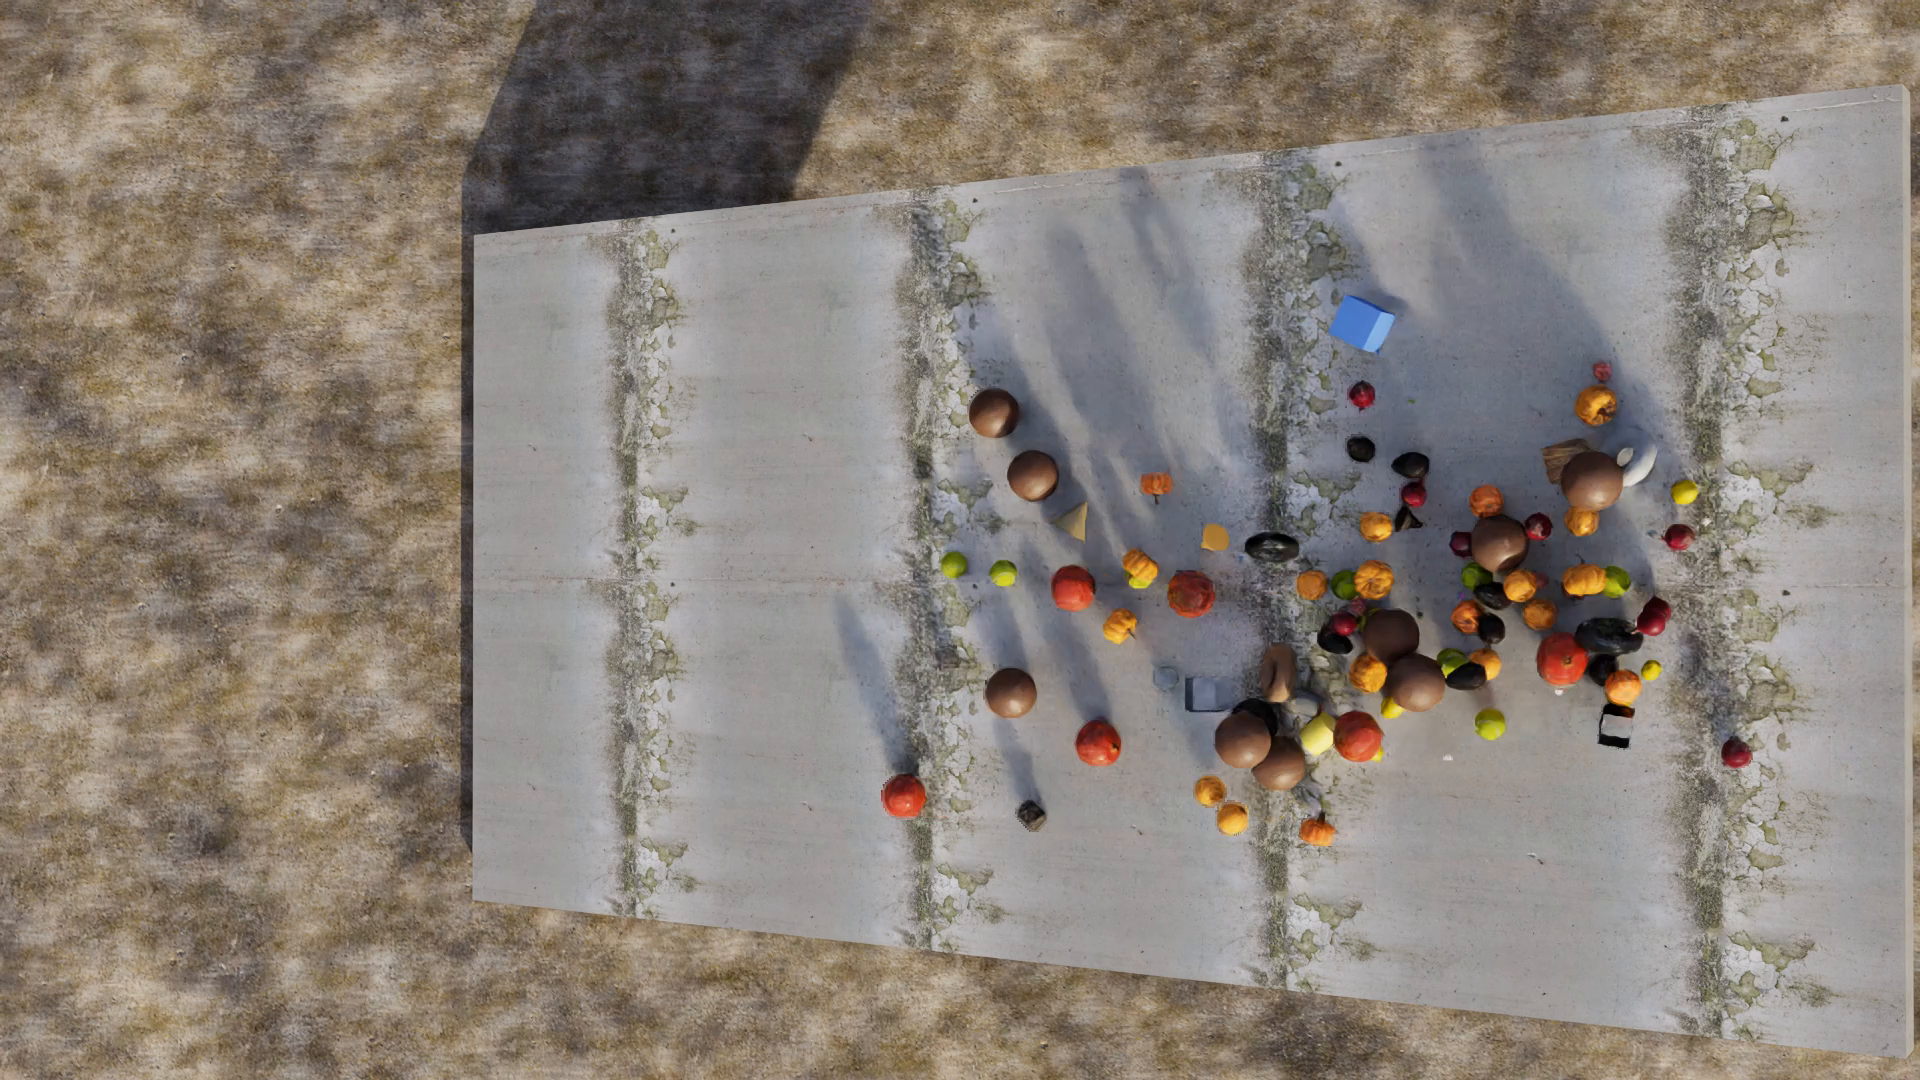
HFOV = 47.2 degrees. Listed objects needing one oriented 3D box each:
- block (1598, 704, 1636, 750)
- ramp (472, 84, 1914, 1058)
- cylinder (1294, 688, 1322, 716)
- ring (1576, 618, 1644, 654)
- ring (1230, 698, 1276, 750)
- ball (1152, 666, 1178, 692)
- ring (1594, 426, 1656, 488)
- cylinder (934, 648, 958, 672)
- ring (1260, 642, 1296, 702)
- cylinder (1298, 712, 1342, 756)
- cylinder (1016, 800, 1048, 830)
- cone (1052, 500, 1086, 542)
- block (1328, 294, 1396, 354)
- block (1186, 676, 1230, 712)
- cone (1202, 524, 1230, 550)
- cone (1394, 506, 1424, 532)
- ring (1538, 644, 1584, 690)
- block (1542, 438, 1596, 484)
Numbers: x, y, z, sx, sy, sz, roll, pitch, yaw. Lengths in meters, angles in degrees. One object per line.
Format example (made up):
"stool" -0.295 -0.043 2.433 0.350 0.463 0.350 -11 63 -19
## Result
"block" 1.420 0.403 4.758 0.063 0.063 0.063 10 132 23
"ramp" 0.262 0.072 5.605 4.000 0.100 2.000 0 89 32
"cylinder" 0.804 0.376 5.092 0.053 0.053 0.053 16 89 12
"ring" 1.405 0.209 4.756 0.143 0.143 0.048 0 108 0
"ring" 0.700 0.439 5.249 0.122 0.041 0.122 -2 87 31
"ball" 0.501 0.339 5.360 0.062 0.062 0.062 0 89 0
"ring" 1.441 -0.179 4.763 0.048 0.144 0.144 29 89 -35
"cylinder" -0.034 0.310 5.694 0.054 0.054 0.054 -13 80 0
"ring" 0.749 0.312 5.177 0.048 0.144 0.144 7 89 -15
"cylinder" 0.843 0.453 5.141 0.073 0.073 0.073 47 114 0
"cylinder" 0.182 0.695 5.557 0.055 0.055 0.055 -46 65 0
"cone" 0.292 -0.060 5.477 0.096 0.096 0.096 30 92 0
"block" 0.929 -0.499 5.082 0.096 0.096 0.096 32 106 28
"block" 0.596 0.370 5.290 0.081 0.081 0.081 0 90 32
"cone" 0.601 0.006 5.317 0.072 0.072 0.072 11 64 -23
"cone" 1.033 -0.040 5.017 0.061 0.061 0.061 17 89 -9
"ring" 1.326 0.280 4.855 0.101 0.034 0.101 -3 77 14
"block" 1.338 -0.173 4.835 0.080 0.080 0.080 -18 80 30
